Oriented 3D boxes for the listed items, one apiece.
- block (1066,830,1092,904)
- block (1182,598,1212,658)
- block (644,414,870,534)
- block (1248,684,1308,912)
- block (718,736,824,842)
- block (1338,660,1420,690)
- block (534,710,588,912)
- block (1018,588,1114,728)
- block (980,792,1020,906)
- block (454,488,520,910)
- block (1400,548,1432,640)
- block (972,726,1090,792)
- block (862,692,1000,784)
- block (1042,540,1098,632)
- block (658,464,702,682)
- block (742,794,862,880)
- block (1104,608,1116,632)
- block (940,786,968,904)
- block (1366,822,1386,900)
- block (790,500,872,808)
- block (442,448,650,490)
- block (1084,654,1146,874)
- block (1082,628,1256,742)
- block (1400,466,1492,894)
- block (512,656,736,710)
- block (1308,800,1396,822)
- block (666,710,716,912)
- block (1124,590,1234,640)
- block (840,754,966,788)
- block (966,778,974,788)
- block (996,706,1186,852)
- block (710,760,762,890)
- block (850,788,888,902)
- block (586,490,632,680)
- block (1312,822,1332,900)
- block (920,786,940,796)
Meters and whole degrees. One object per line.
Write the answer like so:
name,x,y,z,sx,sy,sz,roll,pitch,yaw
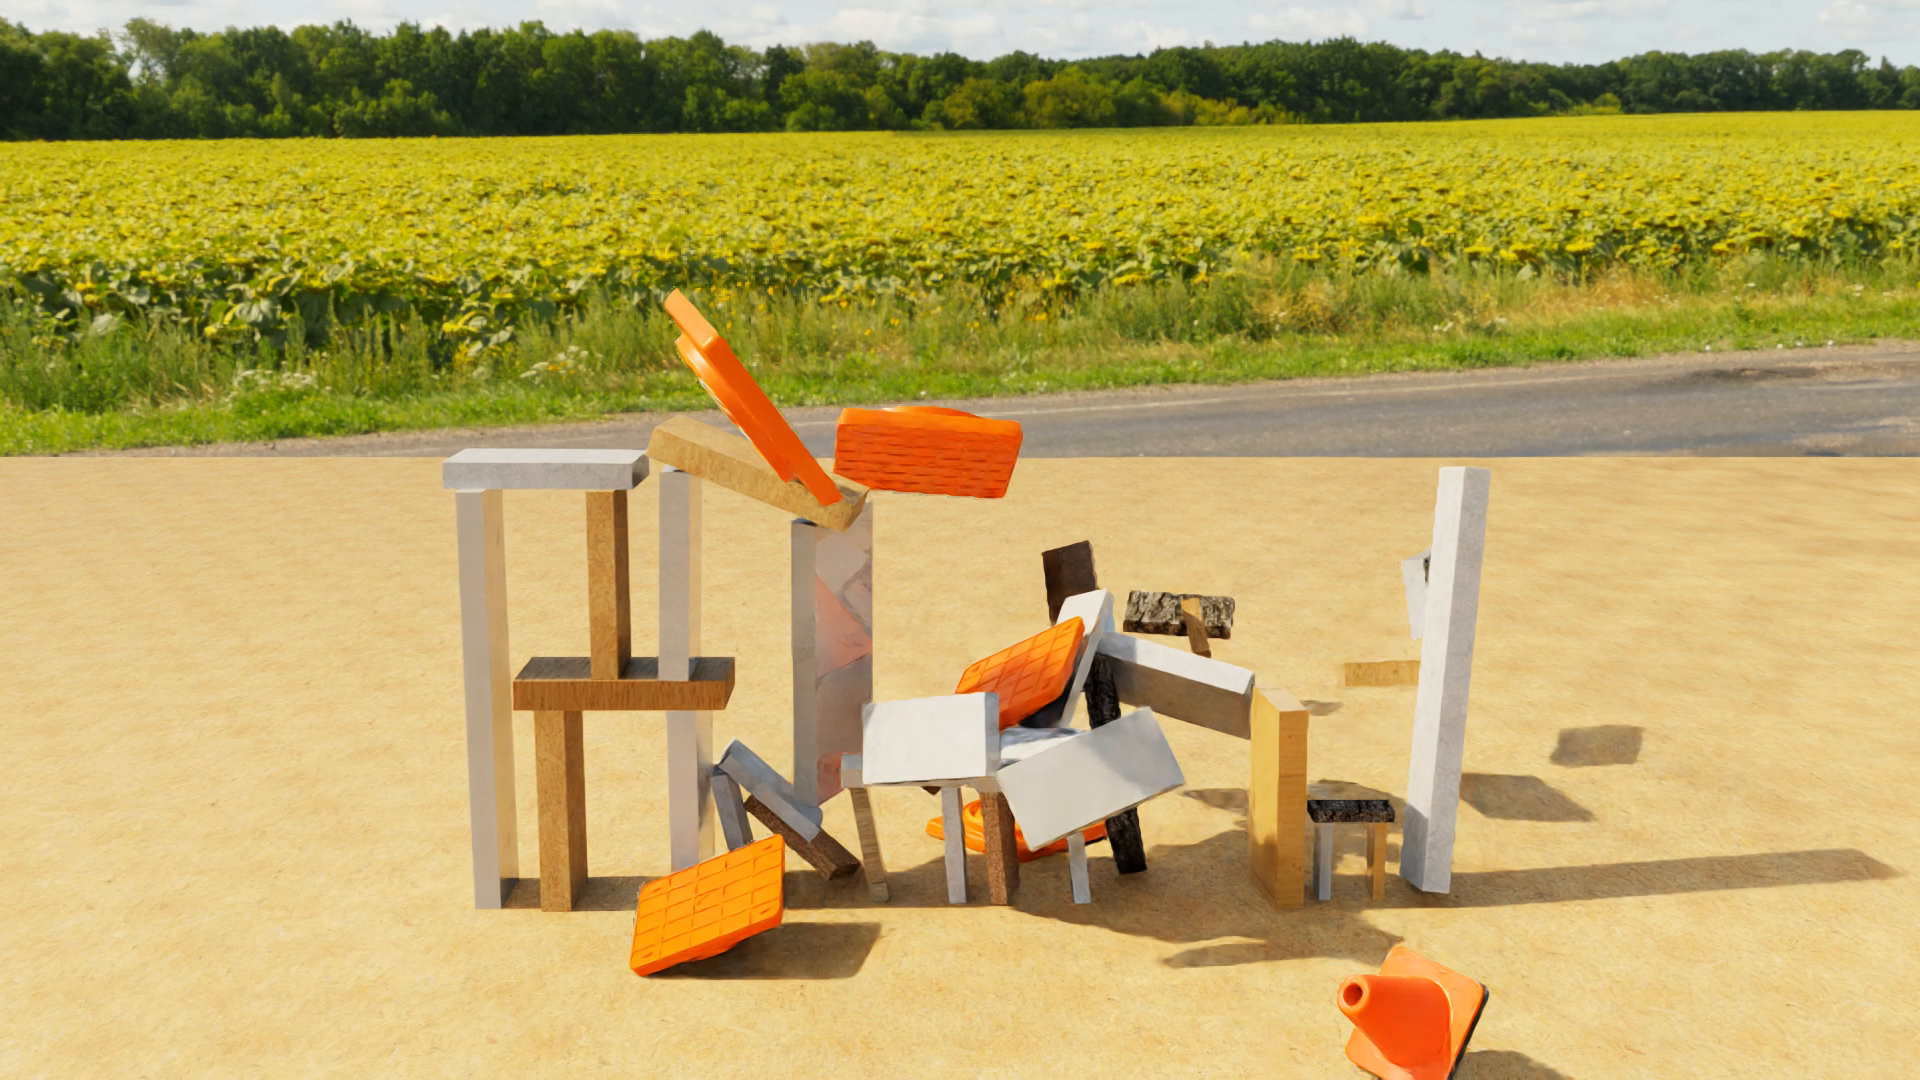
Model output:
block,0.191,0.494,3.648,0.028,0.194,0.097,-6,10,1
block,0.455,0.219,4.133,0.033,0.115,0.230,-13,-35,5
block,-0.321,-0.109,3.524,0.337,0.048,0.168,21,12,2
block,0.526,0.424,3.641,0.048,0.337,0.168,-2,11,-7
block,-0.318,0.421,3.715,0.201,0.028,0.100,41,8,-9
block,0.798,0.255,4.149,0.156,0.044,0.312,-2,-5,7
block,-0.658,0.424,3.635,0.048,0.338,0.169,0,11,0
block,0.177,0.222,3.753,0.090,0.025,0.341,-14,37,36
block,0.067,0.494,3.638,0.028,0.194,0.097,-3,12,16
block,-0.774,0.250,3.606,0.043,0.691,0.152,0,11,0
block,0.965,0.102,4.477,0.044,0.156,0.312,-8,2,25
block,0.158,0.353,3.498,0.257,0.036,0.129,-1,31,34
block,-0.048,0.315,3.478,0.257,0.129,0.036,-9,-12,40
block,0.201,0.086,3.949,0.090,0.025,0.179,-15,49,11
block,-0.453,0.045,3.564,0.048,0.337,0.168,2,11,0
block,-0.269,0.501,3.744,0.201,0.028,0.100,37,10,20
block,0.229,0.141,4.055,0.115,0.033,0.230,30,20,-12
block,-0.009,0.491,3.651,0.028,0.201,0.100,-4,10,3
block,0.692,0.524,3.659,0.019,0.133,0.067,0,11,0
block,-0.213,0.186,3.681,0.048,0.494,0.168,11,21,29
block,-0.669,-0.116,3.567,0.304,0.043,0.152,0,11,2
block,0.264,0.385,3.785,0.048,0.337,0.168,-11,-35,6
block,0.356,0.247,3.859,0.337,0.048,0.168,15,-29,23
block,0.807,0.228,3.666,0.044,0.697,0.156,5,1,-3
block,-0.546,0.234,3.600,0.338,0.048,0.169,0,11,0
block,0.648,0.449,3.645,0.133,0.019,0.067,0,11,0
block,-0.443,0.424,3.638,0.048,0.338,0.169,0,11,2
block,0.481,0.164,4.815,0.230,0.033,0.115,4,33,10
block,-0.096,0.378,3.624,0.201,0.028,0.100,-1,11,-4
block,0.110,0.377,3.619,0.194,0.028,0.097,-4,7,5
block,0.199,0.363,3.347,0.257,0.129,0.036,-22,-17,-11
block,-0.379,0.479,3.715,0.028,0.201,0.100,-13,10,3
block,-0.152,0.490,3.654,0.028,0.201,0.100,-11,11,-1
block,-0.570,0.060,3.571,0.043,0.304,0.152,0,11,0
block,0.603,0.524,3.659,0.019,0.133,0.067,0,11,0
block,-0.026,0.386,4.073,0.090,0.179,0.025,35,20,-22
